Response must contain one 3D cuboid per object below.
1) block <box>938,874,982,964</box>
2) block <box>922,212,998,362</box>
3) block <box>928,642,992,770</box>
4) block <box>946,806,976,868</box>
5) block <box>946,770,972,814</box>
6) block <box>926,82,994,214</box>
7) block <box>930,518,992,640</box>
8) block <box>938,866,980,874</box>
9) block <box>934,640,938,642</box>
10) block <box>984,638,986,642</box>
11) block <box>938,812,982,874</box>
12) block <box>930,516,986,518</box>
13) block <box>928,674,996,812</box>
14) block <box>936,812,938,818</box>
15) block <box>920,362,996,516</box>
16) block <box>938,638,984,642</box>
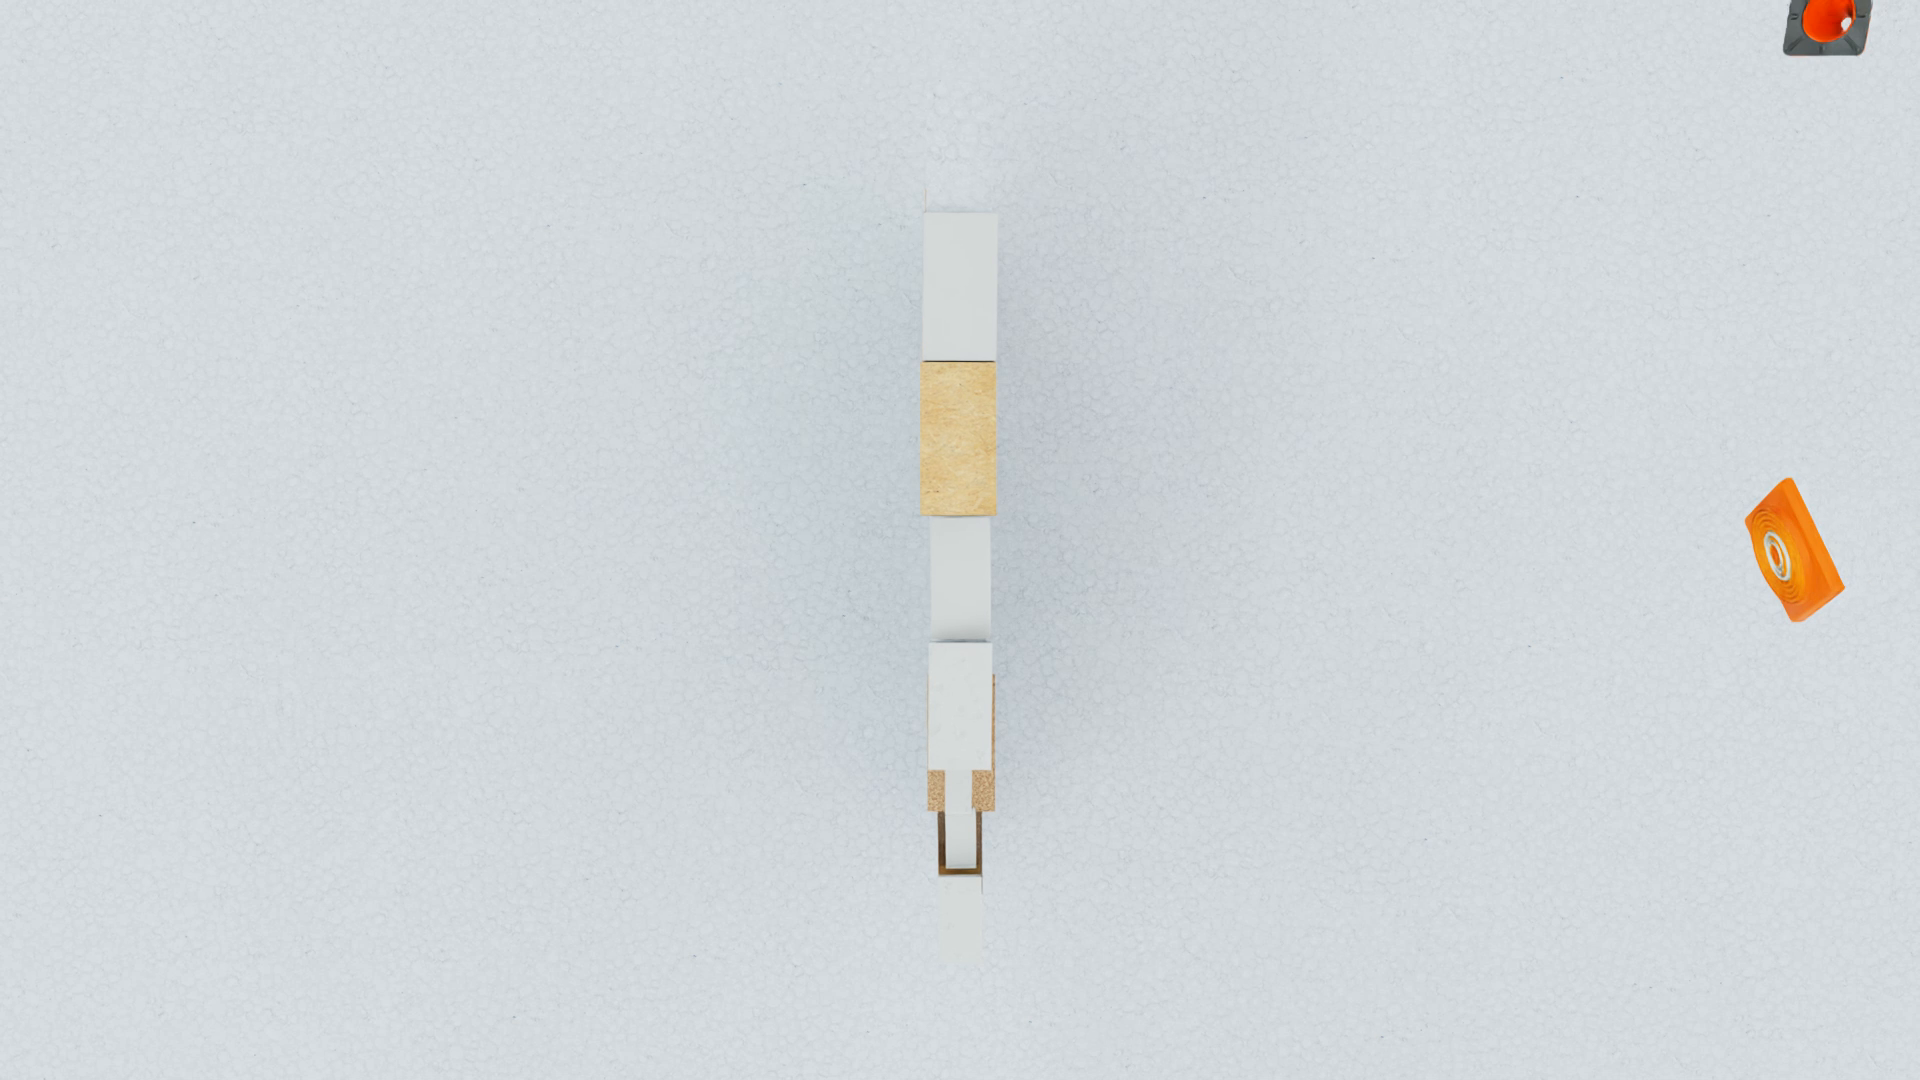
[{"bbox_3d":[0.000,0.917,3.990,0.105,0.030,0.210,0,90,0],"label":"block"},{"bbox_3d":[0.000,-0.560,3.668,0.163,0.046,0.327,1,90,0],"label":"block"},{"bbox_3d":[0.000,0.379,3.778,0.145,0.041,0.290,0,90,0],"label":"block"},{"bbox_3d":[0.002,0.732,4.056,0.074,0.021,0.148,0,90,0],"label":"block"},{"bbox_3d":[-0.003,0.593,3.953,0.063,0.018,0.126,0,90,0],"label":"block"},{"bbox_3d":[-0.001,-0.877,3.711,0.148,0.042,0.296,1,90,0],"label":"block"},{"bbox_3d":[0.001,0.089,3.845,0.140,0.040,0.280,-1,90,0],"label":"block"},{"bbox_3d":[0.000,0.847,4.110,0.105,0.210,0.030,0,90,0],"label":"block"},{"bbox_3d":[-0.003,0.363,4.490,0.130,0.037,0.259,0,90,0],"label":"block"},{"bbox_3d":[0.002,0.258,4.822,0.143,0.040,0.285,0,90,0],"label":"block"},{"bbox_3d":[0.000,0.790,4.231,0.113,0.032,0.227,0,90,0],"label":"block"},{"bbox_3d":[-0.003,-0.047,4.165,0.142,0.040,0.284,0,90,0],"label":"block"},{"bbox_3d":[0.003,0.505,4.112,0.168,0.048,0.336,0,90,0],"label":"block"},{"bbox_3d":[-0.003,0.626,4.492,0.129,0.036,0.257,0,90,0],"label":"block"},{"bbox_3d":[-0.004,-0.223,3.658,0.168,0.048,0.337,0,90,0],"label":"block"},{"bbox_3d":[0.003,0.216,4.220,0.116,0.033,0.232,0,90,0],"label":"block"}]
